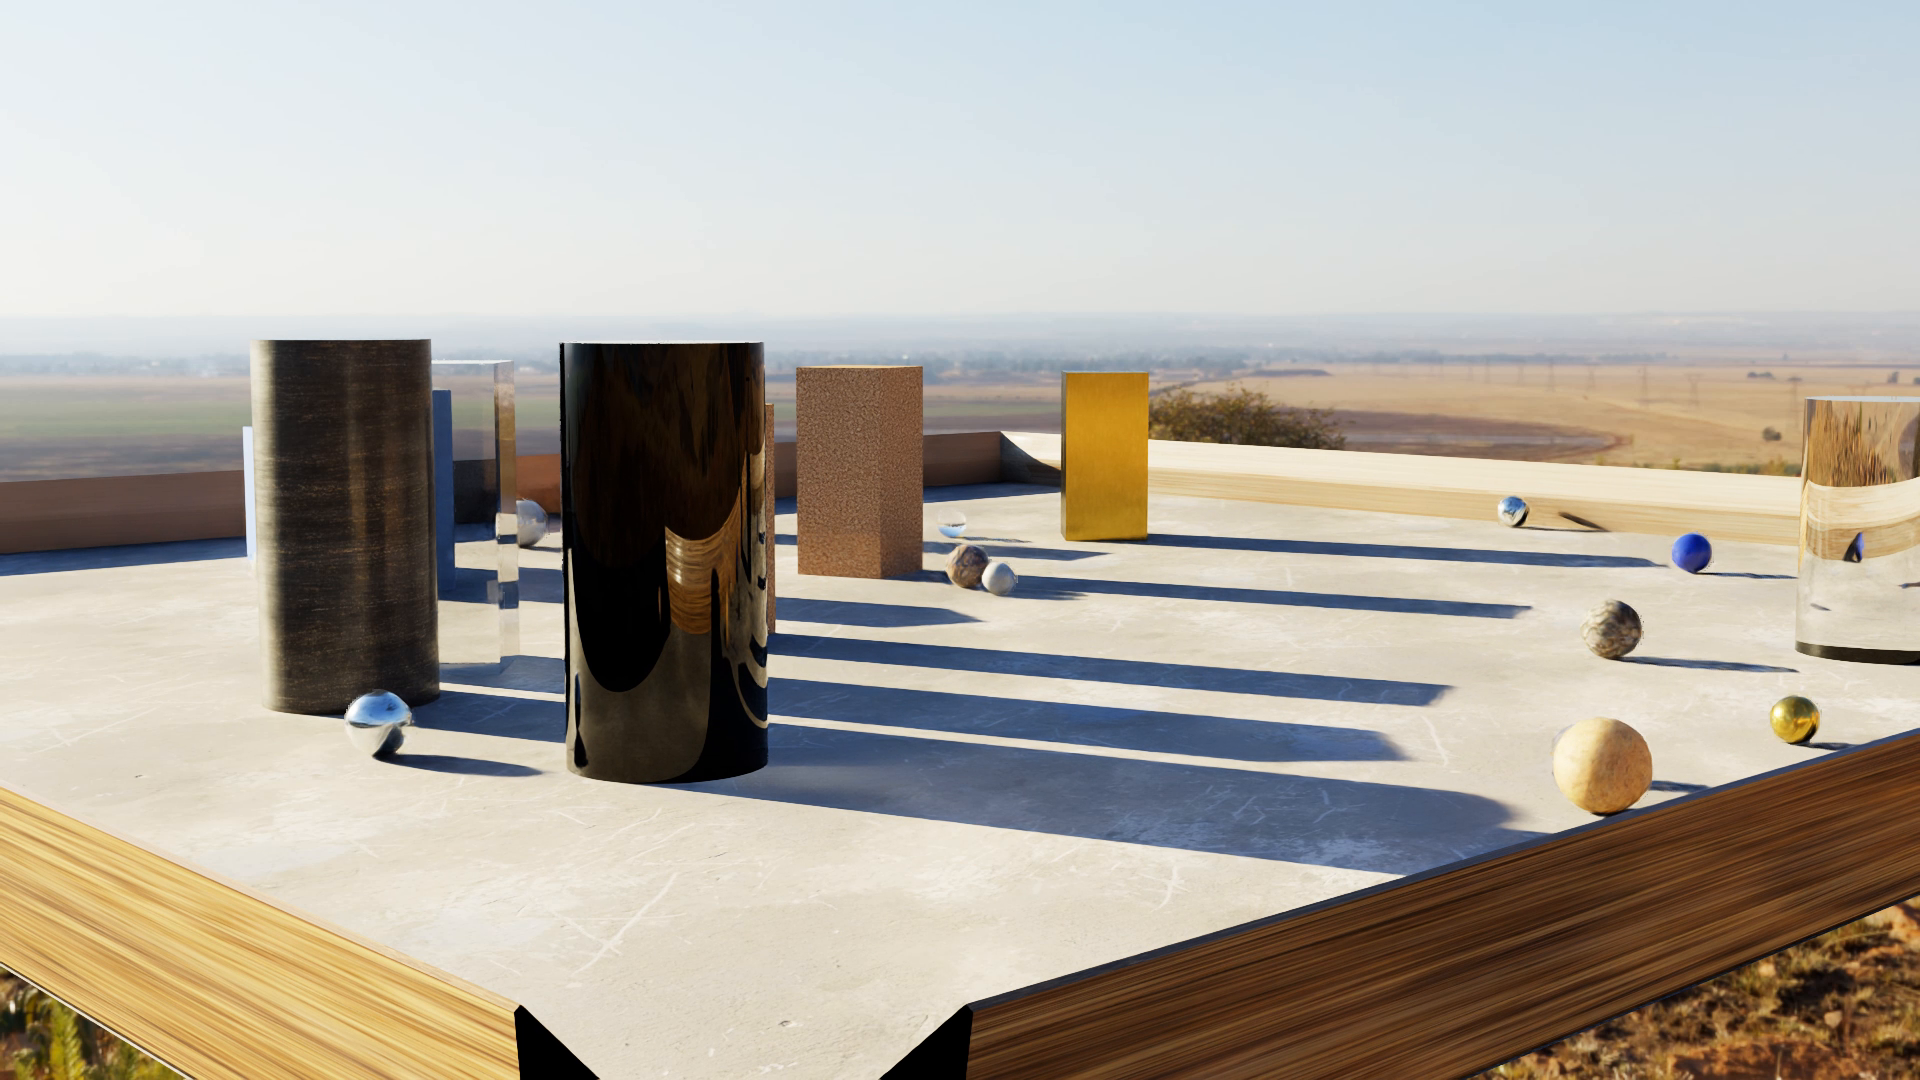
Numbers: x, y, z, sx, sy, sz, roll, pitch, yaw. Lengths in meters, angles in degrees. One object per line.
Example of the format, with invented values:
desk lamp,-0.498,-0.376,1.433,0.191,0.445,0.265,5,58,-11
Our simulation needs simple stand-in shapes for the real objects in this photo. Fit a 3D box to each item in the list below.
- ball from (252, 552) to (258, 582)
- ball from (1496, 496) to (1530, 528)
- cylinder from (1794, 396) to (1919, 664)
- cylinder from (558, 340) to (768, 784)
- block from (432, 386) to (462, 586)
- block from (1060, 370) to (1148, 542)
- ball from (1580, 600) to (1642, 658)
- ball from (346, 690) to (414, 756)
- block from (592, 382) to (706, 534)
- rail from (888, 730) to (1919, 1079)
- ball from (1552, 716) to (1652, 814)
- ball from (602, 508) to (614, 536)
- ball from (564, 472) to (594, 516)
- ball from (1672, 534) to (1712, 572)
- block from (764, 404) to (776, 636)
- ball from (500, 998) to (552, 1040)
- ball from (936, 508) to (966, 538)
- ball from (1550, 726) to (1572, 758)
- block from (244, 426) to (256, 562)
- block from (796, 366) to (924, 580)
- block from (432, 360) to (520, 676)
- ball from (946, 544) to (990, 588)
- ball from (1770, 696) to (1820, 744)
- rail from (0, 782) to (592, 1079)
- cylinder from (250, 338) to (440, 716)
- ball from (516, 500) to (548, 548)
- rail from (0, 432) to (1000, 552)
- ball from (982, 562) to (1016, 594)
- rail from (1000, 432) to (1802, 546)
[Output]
ball,-1.052,0.039,3.430,0.099,0.099,0.099,0,6,0
ball,1.139,-0.058,4.526,0.066,0.066,0.066,0,6,0
cylinder,1.195,-0.017,2.855,0.198,0.331,0.198,0,6,0
cylinder,-0.289,0.014,2.152,0.198,0.414,0.198,0,6,0
block,-0.914,-0.090,3.613,0.158,0.319,0.158,-2,6,-22
block,0.283,-0.168,4.326,0.158,0.326,0.158,0,6,-1
ball,0.836,0.114,2.823,0.076,0.076,0.076,0,6,0
ball,-0.582,0.184,2.203,0.066,0.066,0.066,0,6,0
block,-0.623,-0.165,4.421,0.158,0.299,0.158,4,7,33
rail,1.152,0.163,2.090,3.469,0.129,0.045,-5,8,-42
ball,0.571,0.200,1.953,0.085,0.085,0.085,0,6,0
ball,-0.678,-0.035,4.341,0.057,0.057,0.057,0,6,0
ball,-0.810,-0.099,4.770,0.097,0.097,0.097,0,6,0
ball,1.247,0.022,3.748,0.067,0.067,0.067,0,6,0
block,-0.359,-0.025,2.992,0.158,0.317,0.158,3,6,23
ball,-0.255,0.285,1.179,0.077,0.077,0.077,0,6,0
ball,-0.017,-0.034,4.329,0.058,0.058,0.058,0,6,0
ball,0.590,0.202,2.099,0.051,0.051,0.051,0,6,0
block,-1.163,-0.080,3.902,0.158,0.239,0.158,-4,7,-35
block,-0.169,-0.120,3.744,0.158,0.350,0.158,3,7,25
block,-0.647,-0.032,2.753,0.158,0.381,0.158,0,6,-3
ball,0.012,0.042,3.539,0.071,0.071,0.071,0,6,0
ball,0.861,0.185,2.268,0.050,0.050,0.050,0,6,0
rail,-1.257,0.154,2.178,0.045,0.129,3.445,-5,8,-42
cylinder,-0.699,-0.022,2.504,0.198,0.413,0.198,0,6,0
ball,-0.822,-0.031,4.150,0.090,0.090,0.090,0,6,0
rail,-1.152,-0.096,4.574,3.469,0.129,0.045,-5,8,-42
ball,0.061,0.061,3.456,0.051,0.051,0.051,0,6,0
rail,1.257,-0.087,4.486,0.045,0.129,3.445,-5,8,-42
